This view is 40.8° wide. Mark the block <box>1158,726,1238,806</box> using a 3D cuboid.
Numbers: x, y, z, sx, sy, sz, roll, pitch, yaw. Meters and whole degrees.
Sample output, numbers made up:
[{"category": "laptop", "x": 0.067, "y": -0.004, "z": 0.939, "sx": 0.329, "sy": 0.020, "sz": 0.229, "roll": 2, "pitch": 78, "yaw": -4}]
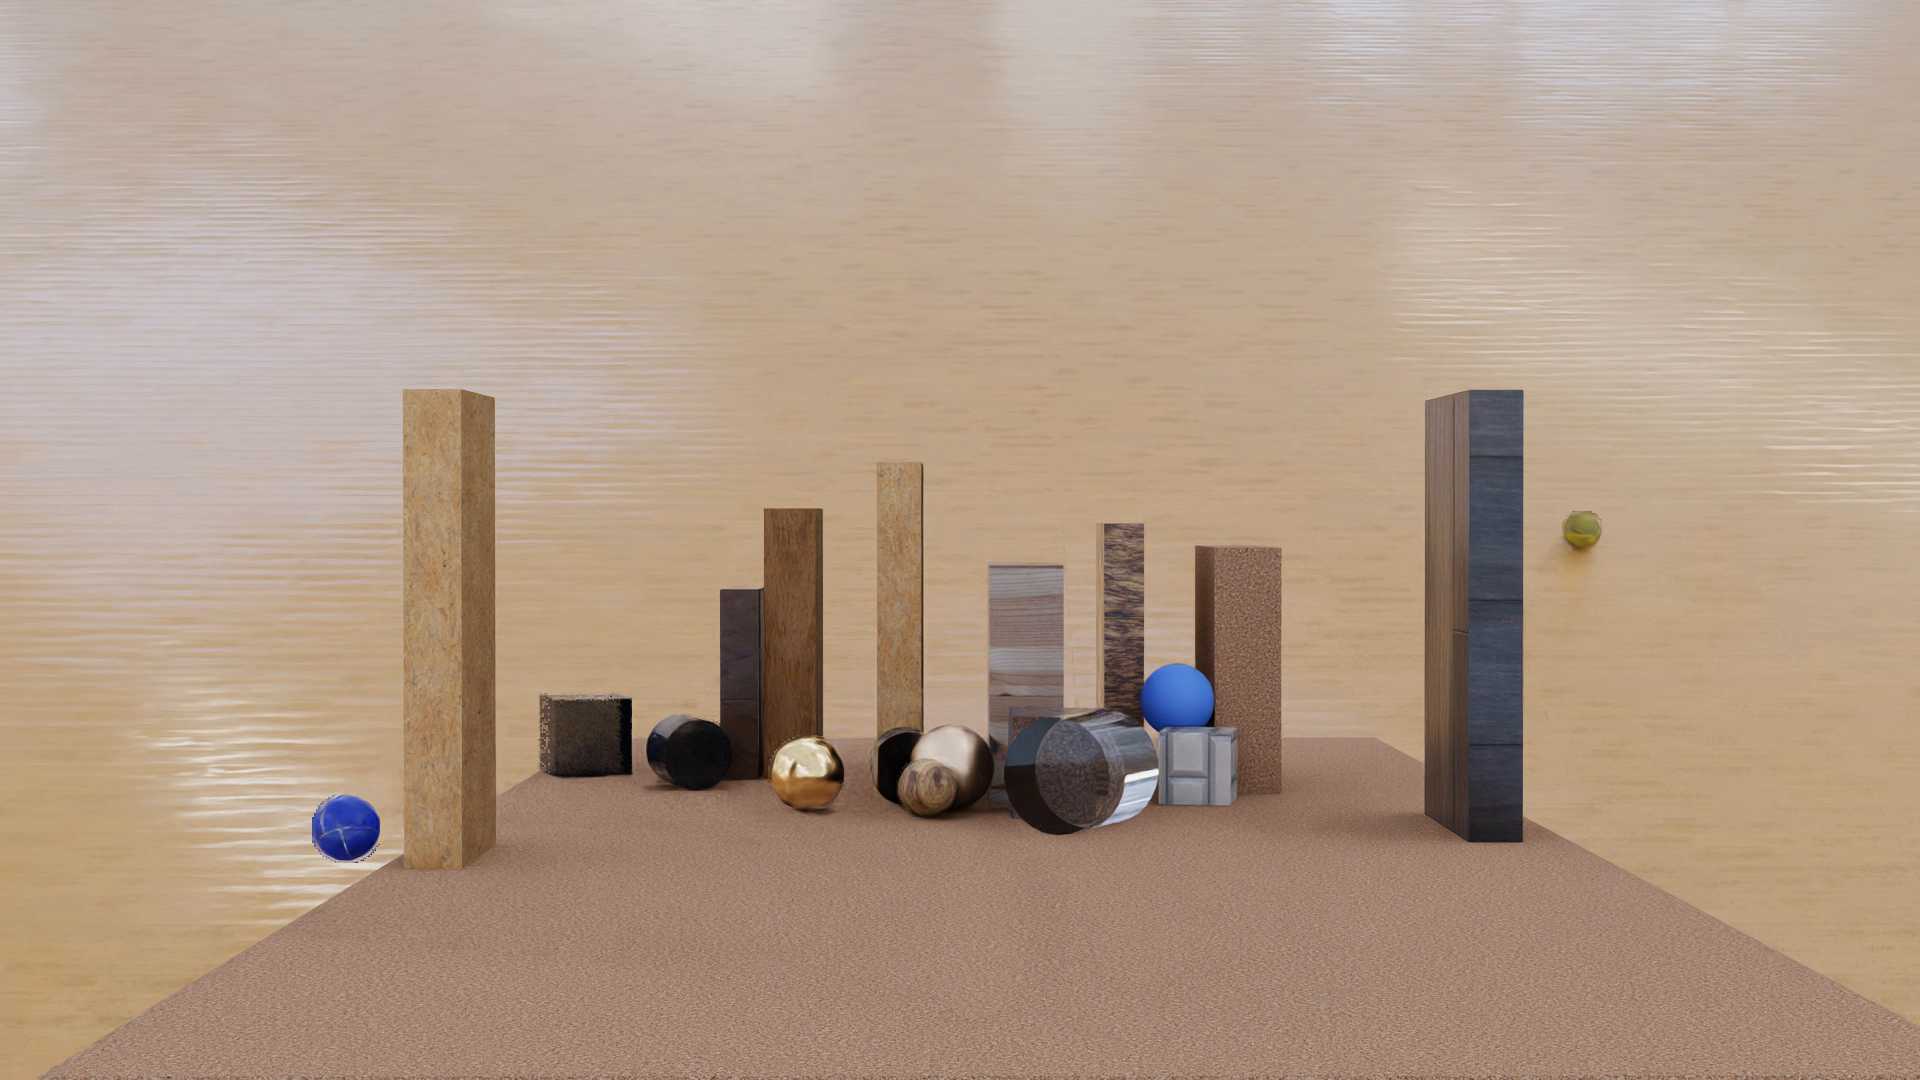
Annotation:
[{"category": "block", "x": 0.474, "y": 0.448, "z": 5.143, "sx": 0.142, "sy": 0.142, "sz": 0.142, "roll": 0, "pitch": 1, "yaw": 11}]

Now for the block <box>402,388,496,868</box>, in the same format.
[{"category": "block", "x": -0.849, "y": 0.142, "z": 4.311, "sx": 0.094, "sy": 0.772, "sz": 0.304, "roll": 0, "pitch": 1, "yaw": 0}]

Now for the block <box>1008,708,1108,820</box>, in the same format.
[{"category": "block", "x": 0.193, "y": 0.425, "z": 4.927, "sx": 0.194, "sy": 0.194, "sz": 0.194, "roll": 0, "pitch": 1, "yaw": -2}]

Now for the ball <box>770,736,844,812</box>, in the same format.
[{"category": "ball", "x": -0.294, "y": 0.450, "z": 4.974, "sx": 0.143, "sy": 0.143, "sz": 0.143, "roll": 0, "pitch": 28, "yaw": 0}]

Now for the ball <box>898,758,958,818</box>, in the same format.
[{"category": "ball", "x": -0.061, "y": 0.467, "z": 4.859, "sx": 0.111, "sy": 0.111, "sz": 0.111, "roll": 0, "pitch": 28, "yaw": 0}]

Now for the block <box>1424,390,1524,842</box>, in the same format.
[{"category": "block", "x": 0.930, "y": 0.130, "z": 4.698, "sx": 0.094, "sy": 0.786, "sz": 0.425, "roll": 0, "pitch": 1, "yaw": 0}]

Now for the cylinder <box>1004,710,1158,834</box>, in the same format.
[{"category": "cylinder", "x": 0.221, "y": 0.419, "z": 4.687, "sx": 0.210, "sy": 0.210, "sz": 0.210, "roll": 16, "pitch": 8, "yaw": 28}]

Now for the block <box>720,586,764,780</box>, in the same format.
[{"category": "block", "x": -0.475, "y": 0.310, "z": 5.694, "sx": 0.082, "sy": 0.410, "sz": 0.279, "roll": 0, "pitch": 1, "yaw": 0}]

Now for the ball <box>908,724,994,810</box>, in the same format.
[{"category": "ball", "x": -0.017, "y": 0.438, "z": 4.987, "sx": 0.165, "sy": 0.165, "sz": 0.165, "roll": 0, "pitch": 28, "yaw": 0}]

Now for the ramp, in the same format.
[{"category": "ramp", "x": 0.064, "y": 0.574, "z": 4.618, "sx": 2.000, "sy": 0.100, "sz": 4.000, "roll": 0, "pitch": 1, "yaw": 0}]

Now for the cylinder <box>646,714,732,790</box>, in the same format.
[{"category": "cylinder", "x": -0.567, "y": 0.444, "z": 5.412, "sx": 0.147, "sy": 0.147, "sz": 0.147, "roll": -12, "pitch": 5, "yaw": -21}]

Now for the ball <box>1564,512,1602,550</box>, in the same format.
[{"category": "ball", "x": 1.847, "y": -0.028, "z": 7.672, "sx": 0.111, "sy": 0.111, "sz": 0.111, "roll": 0, "pitch": 28, "yaw": 0}]

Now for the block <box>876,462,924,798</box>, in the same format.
[{"category": "block", "x": -0.123, "y": 0.180, "z": 5.368, "sx": 0.090, "sy": 0.676, "sz": 0.324, "roll": 0, "pitch": 1, "yaw": 0}]

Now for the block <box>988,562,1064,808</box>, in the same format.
[{"category": "block", "x": 0.129, "y": 0.283, "z": 5.208, "sx": 0.144, "sy": 0.472, "sz": 0.373, "roll": 0, "pitch": 1, "yaw": 0}]

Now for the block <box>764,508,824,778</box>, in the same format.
[{"category": "block", "x": -0.368, "y": 0.222, "z": 5.739, "sx": 0.112, "sy": 0.584, "sz": 0.310, "roll": 0, "pitch": 1, "yaw": 0}]

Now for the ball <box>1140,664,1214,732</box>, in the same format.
[{"category": "ball", "x": 0.444, "y": 0.328, "z": 5.279, "sx": 0.151, "sy": 0.151, "sz": 0.151, "roll": 0, "pitch": 28, "yaw": 0}]

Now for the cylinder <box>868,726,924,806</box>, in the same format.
[{"category": "cylinder", "x": -0.107, "y": 0.448, "z": 5.134, "sx": 0.143, "sy": 0.143, "sz": 0.143, "roll": -2, "pitch": 1, "yaw": -4}]

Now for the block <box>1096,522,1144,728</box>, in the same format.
[{"category": "block", "x": 0.338, "y": 0.240, "z": 5.476, "sx": 0.082, "sy": 0.552, "sz": 0.318, "roll": 0, "pitch": 1, "yaw": 0}]

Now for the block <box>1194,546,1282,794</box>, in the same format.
[{"category": "block", "x": 0.587, "y": 0.265, "z": 5.492, "sx": 0.136, "sy": 0.502, "sz": 0.439, "roll": 0, "pitch": 1, "yaw": 0}]

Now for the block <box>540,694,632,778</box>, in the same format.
[{"category": "block", "x": -0.829, "y": 0.431, "z": 5.720, "sx": 0.168, "sy": 0.168, "sz": 0.168, "roll": 0, "pitch": 1, "yaw": -20}]

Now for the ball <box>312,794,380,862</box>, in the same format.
[{"category": "ball", "x": -1.237, "y": 0.581, "z": 5.215, "sx": 0.133, "sy": 0.133, "sz": 0.133, "roll": 0, "pitch": 28, "yaw": 0}]
